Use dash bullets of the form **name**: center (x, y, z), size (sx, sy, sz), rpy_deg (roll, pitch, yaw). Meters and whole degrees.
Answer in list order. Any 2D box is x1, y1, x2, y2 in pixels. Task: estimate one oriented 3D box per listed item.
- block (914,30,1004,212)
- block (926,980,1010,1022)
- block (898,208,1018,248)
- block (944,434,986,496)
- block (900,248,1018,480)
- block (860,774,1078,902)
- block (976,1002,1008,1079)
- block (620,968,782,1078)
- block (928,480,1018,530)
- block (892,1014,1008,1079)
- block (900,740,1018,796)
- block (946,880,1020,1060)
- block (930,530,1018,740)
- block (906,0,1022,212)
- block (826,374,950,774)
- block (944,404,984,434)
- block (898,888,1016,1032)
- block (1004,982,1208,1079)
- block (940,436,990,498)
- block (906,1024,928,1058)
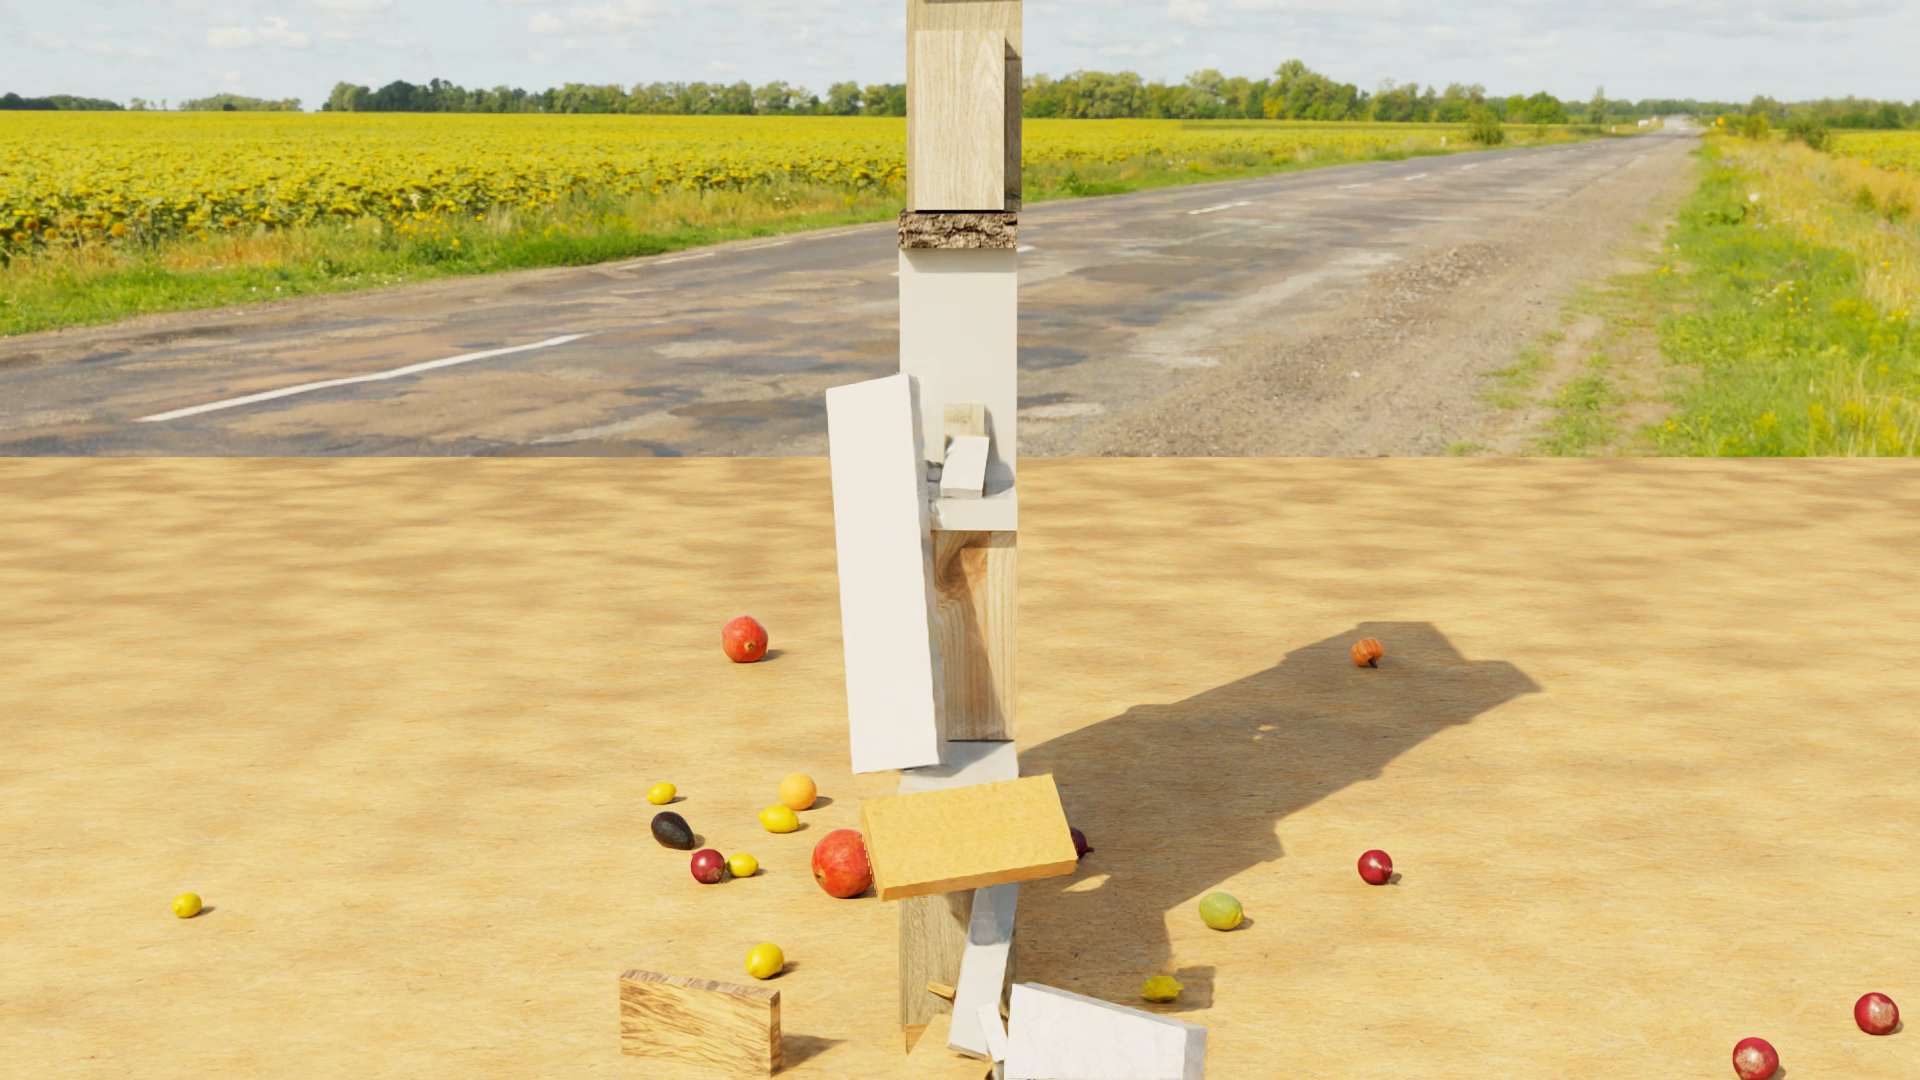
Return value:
- **block**: center (0.000, -0.615, 3.239), size (0.130, 0.261, 0.037), rpy_deg (0, 1, 1)
- **block**: center (0.026, 0.642, 3.003), size (0.046, 0.013, 0.192), rpy_deg (9, -21, 40)
- **block**: center (-0.003, -0.481, 3.378), size (0.174, 0.049, 0.347), rpy_deg (0, 10, 0)
- **block**: center (0.007, -0.110, 3.204), size (0.060, 0.017, 0.120), rpy_deg (0, 41, 0)
- **block**: center (-0.003, -0.264, 3.296), size (0.174, 0.347, 0.049), rpy_deg (0, 9, 0)
- **block**: center (0.011, 0.390, 2.889), size (0.261, 0.037, 0.131), rpy_deg (-6, 54, -15)
- **block**: center (0.055, 0.655, 2.693), size (0.024, 0.172, 0.086), rpy_deg (-16, 40, -5)
- **block**: center (-0.354, 0.657, 2.996), size (0.226, 0.113, 0.032), rpy_deg (4, 11, 20)
- **block**: center (0.003, -0.062, 3.280), size (0.157, 0.044, 0.314), rpy_deg (0, 10, 0)
- **block**: center (-0.006, 0.686, 2.888), size (0.113, 0.032, 0.226), rpy_deg (3, 11, 14)
- **block**: center (-0.001, 0.328, 3.151), size (0.164, 0.046, 0.328), rpy_deg (0, 11, 0)
- **block**: center (0.036, 0.547, 2.950), size (0.056, 0.016, 0.318), rpy_deg (19, 47, -8)
- **block**: center (0.004, 0.134, 3.205), size (0.157, 0.314, 0.044), rpy_deg (0, 9, 0)
- **block**: center (0.007, -0.667, 3.297), size (0.172, 0.345, 0.049), rpy_deg (0, 10, 1)
- **block**: center (-0.104, 0.047, 3.097), size (0.130, 0.553, 0.037), rpy_deg (-9, -12, 23)
- **block**: center (0.006, -0.142, 3.263), size (0.060, 0.120, 0.017), rpy_deg (0, -9, 0)
- **block**: center (-0.004, 0.529, 3.100), size (0.164, 0.328, 0.046), rpy_deg (-1, 11, -4)
- **block**: center (0.156, 0.577, 2.426), size (0.036, 0.128, 0.257), rpy_deg (7, -2, -44)
- **block**: center (0.007, -0.106, 3.173), size (0.060, 0.017, 0.120), rpy_deg (3, 41, 4)
- **block**: center (-0.012, 0.708, 2.946), size (0.113, 0.032, 0.226), rpy_deg (-1, 11, -3)
